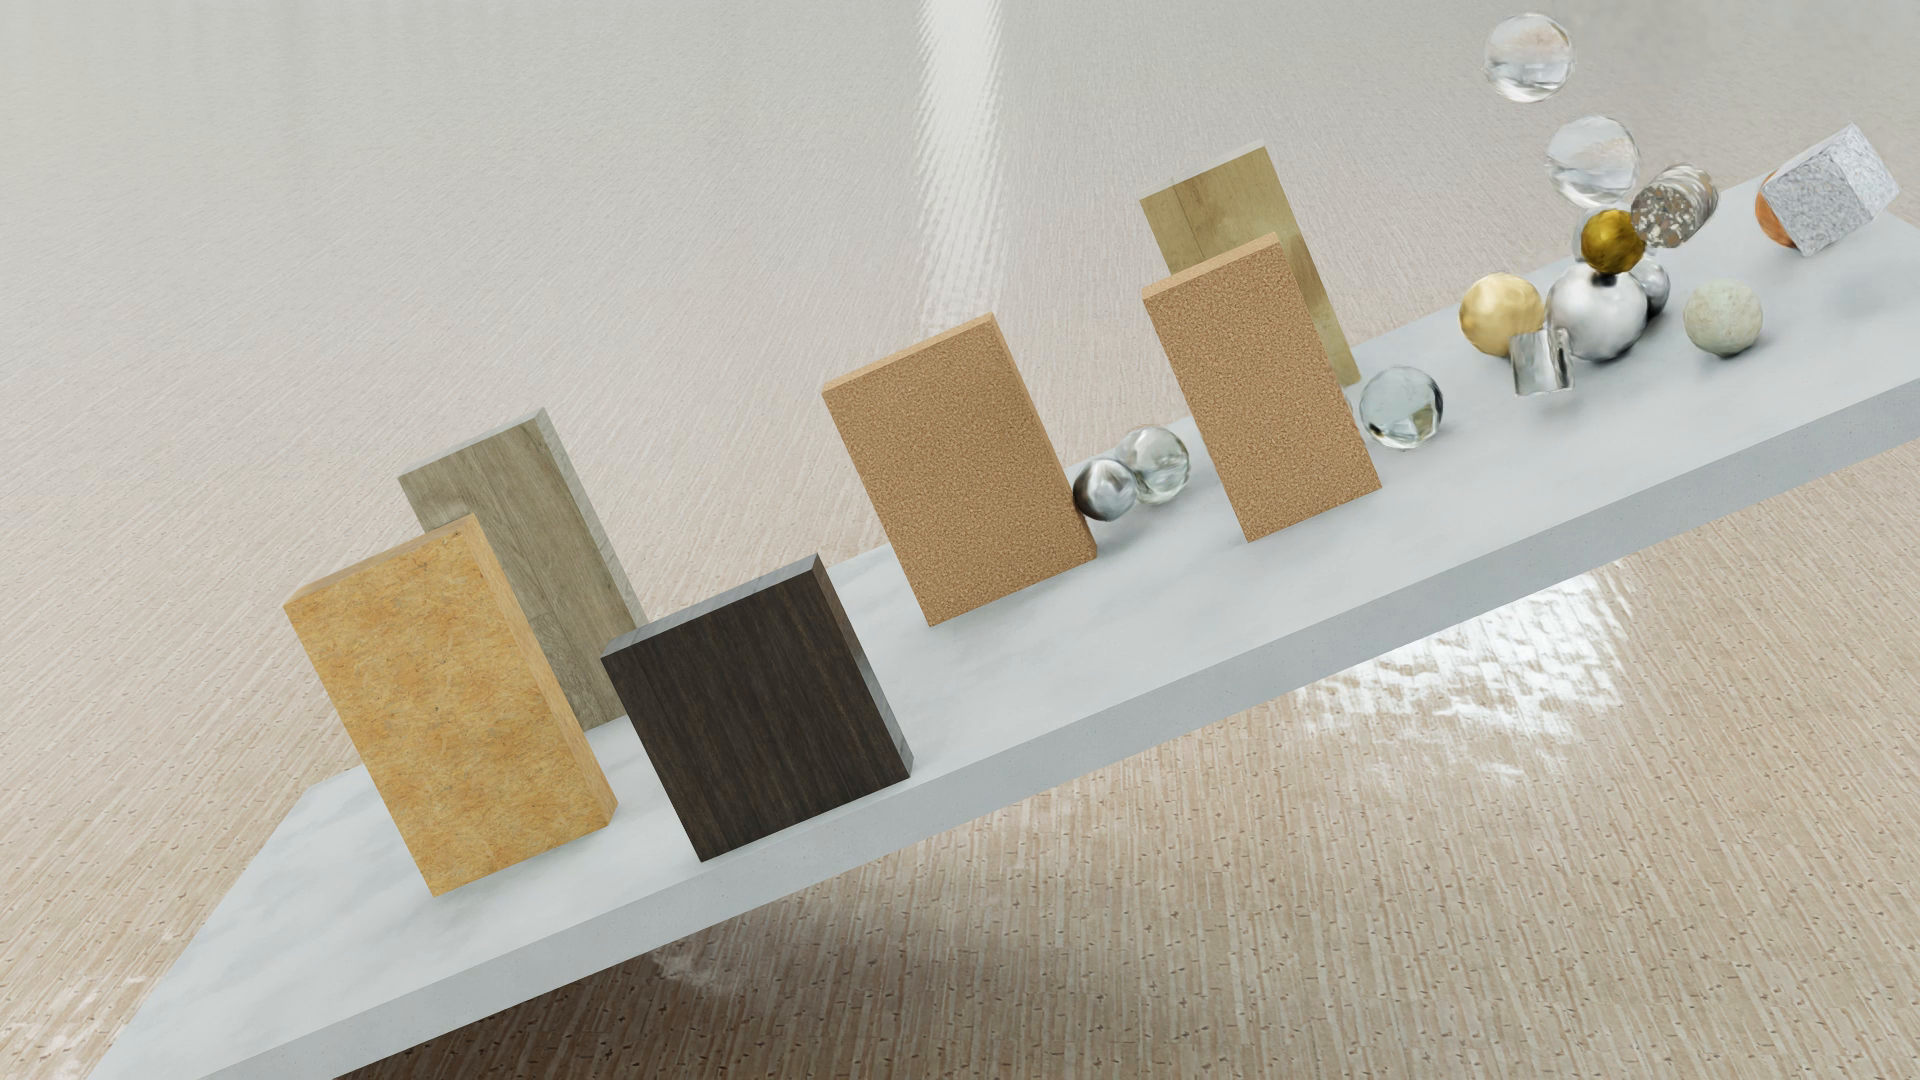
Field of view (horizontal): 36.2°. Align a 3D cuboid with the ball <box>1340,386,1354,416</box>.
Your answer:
[{"bbox_3d":[0.737,-0.261,6.236,0.193,0.193,0.193,0,15,0],"label":"ball"}]

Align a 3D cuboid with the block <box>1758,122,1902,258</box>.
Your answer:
[{"bbox_3d":[1.679,-0.676,5.677,0.162,0.162,0.162,-33,3,44],"label":"block"}]

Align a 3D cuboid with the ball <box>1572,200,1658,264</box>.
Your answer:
[{"bbox_3d":[1.454,-0.659,6.530,0.187,0.187,0.187,0,15,0],"label":"ball"}]

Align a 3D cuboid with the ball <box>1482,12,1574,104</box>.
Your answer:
[{"bbox_3d":[1.138,-0.964,5.885,0.181,0.181,0.181,0,15,0],"label":"ball"}]

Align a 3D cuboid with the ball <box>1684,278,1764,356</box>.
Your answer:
[{"bbox_3d":[1.468,-0.429,5.659,0.149,0.149,0.149,0,15,0],"label":"ball"}]

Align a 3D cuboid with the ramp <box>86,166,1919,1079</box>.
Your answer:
[{"bbox_3d":[0.132,0.170,6.284,4.000,0.100,2.000,-23,13,8],"label":"ramp"}]

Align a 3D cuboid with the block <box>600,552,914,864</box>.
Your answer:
[{"bbox_3d":[-0.371,0.311,5.434,0.427,0.433,0.115,-23,13,8],"label":"block"}]

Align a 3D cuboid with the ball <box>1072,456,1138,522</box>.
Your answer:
[{"bbox_3d":[0.313,-0.109,6.319,0.140,0.140,0.140,0,15,0],"label":"ball"}]

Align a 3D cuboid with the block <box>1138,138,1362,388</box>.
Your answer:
[{"bbox_3d":[0.669,-0.587,6.781,0.308,0.587,0.136,-23,13,8],"label":"block"}]

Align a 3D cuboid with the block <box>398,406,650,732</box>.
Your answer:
[{"bbox_3d":[-0.969,0.093,6.779,0.349,0.715,0.122,-23,13,8],"label":"block"}]

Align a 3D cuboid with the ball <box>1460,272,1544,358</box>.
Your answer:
[{"bbox_3d":[1.173,-0.486,6.364,0.182,0.182,0.182,0,15,0],"label":"ball"}]

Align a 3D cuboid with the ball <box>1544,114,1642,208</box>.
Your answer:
[{"bbox_3d":[1.308,-0.782,6.080,0.194,0.194,0.194,0,15,0],"label":"ball"}]

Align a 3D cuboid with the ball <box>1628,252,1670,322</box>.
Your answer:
[{"bbox_3d":[1.410,-0.529,6.163,0.153,0.153,0.153,0,15,0],"label":"ball"}]

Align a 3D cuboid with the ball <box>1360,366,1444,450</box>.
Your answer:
[{"bbox_3d":[0.904,-0.271,6.017,0.171,0.171,0.171,0,15,0],"label":"ball"}]

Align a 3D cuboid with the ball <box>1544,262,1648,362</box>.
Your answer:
[{"bbox_3d":[1.298,-0.468,6.001,0.206,0.206,0.206,0,15,0],"label":"ball"}]

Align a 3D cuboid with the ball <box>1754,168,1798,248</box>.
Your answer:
[{"bbox_3d":[1.755,-0.699,6.156,0.177,0.177,0.177,0,15,0],"label":"ball"}]

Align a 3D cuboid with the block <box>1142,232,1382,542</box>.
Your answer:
[{"bbox_3d":[0.602,-0.304,5.875,0.289,0.538,0.132,-23,13,8],"label":"block"}]

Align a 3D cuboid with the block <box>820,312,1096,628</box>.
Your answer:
[{"bbox_3d":[0.001,-0.149,6.306,0.393,0.563,0.104,-23,13,8],"label":"block"}]

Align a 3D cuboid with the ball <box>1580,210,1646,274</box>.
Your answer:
[{"bbox_3d":[1.309,-0.597,5.892,0.131,0.131,0.131,0,15,0],"label":"ball"}]

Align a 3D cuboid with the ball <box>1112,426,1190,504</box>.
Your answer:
[{"bbox_3d":[0.421,-0.165,6.480,0.172,0.172,0.172,0,15,0],"label":"ball"}]

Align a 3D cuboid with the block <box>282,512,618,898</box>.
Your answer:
[{"bbox_3d":[-1.031,0.339,5.988,0.400,0.678,0.134,-23,13,8],"label":"block"}]

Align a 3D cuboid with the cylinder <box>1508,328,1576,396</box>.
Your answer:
[{"bbox_3d":[1.152,-0.352,5.826,0.118,0.118,0.118,-7,-1,0],"label":"cylinder"}]
